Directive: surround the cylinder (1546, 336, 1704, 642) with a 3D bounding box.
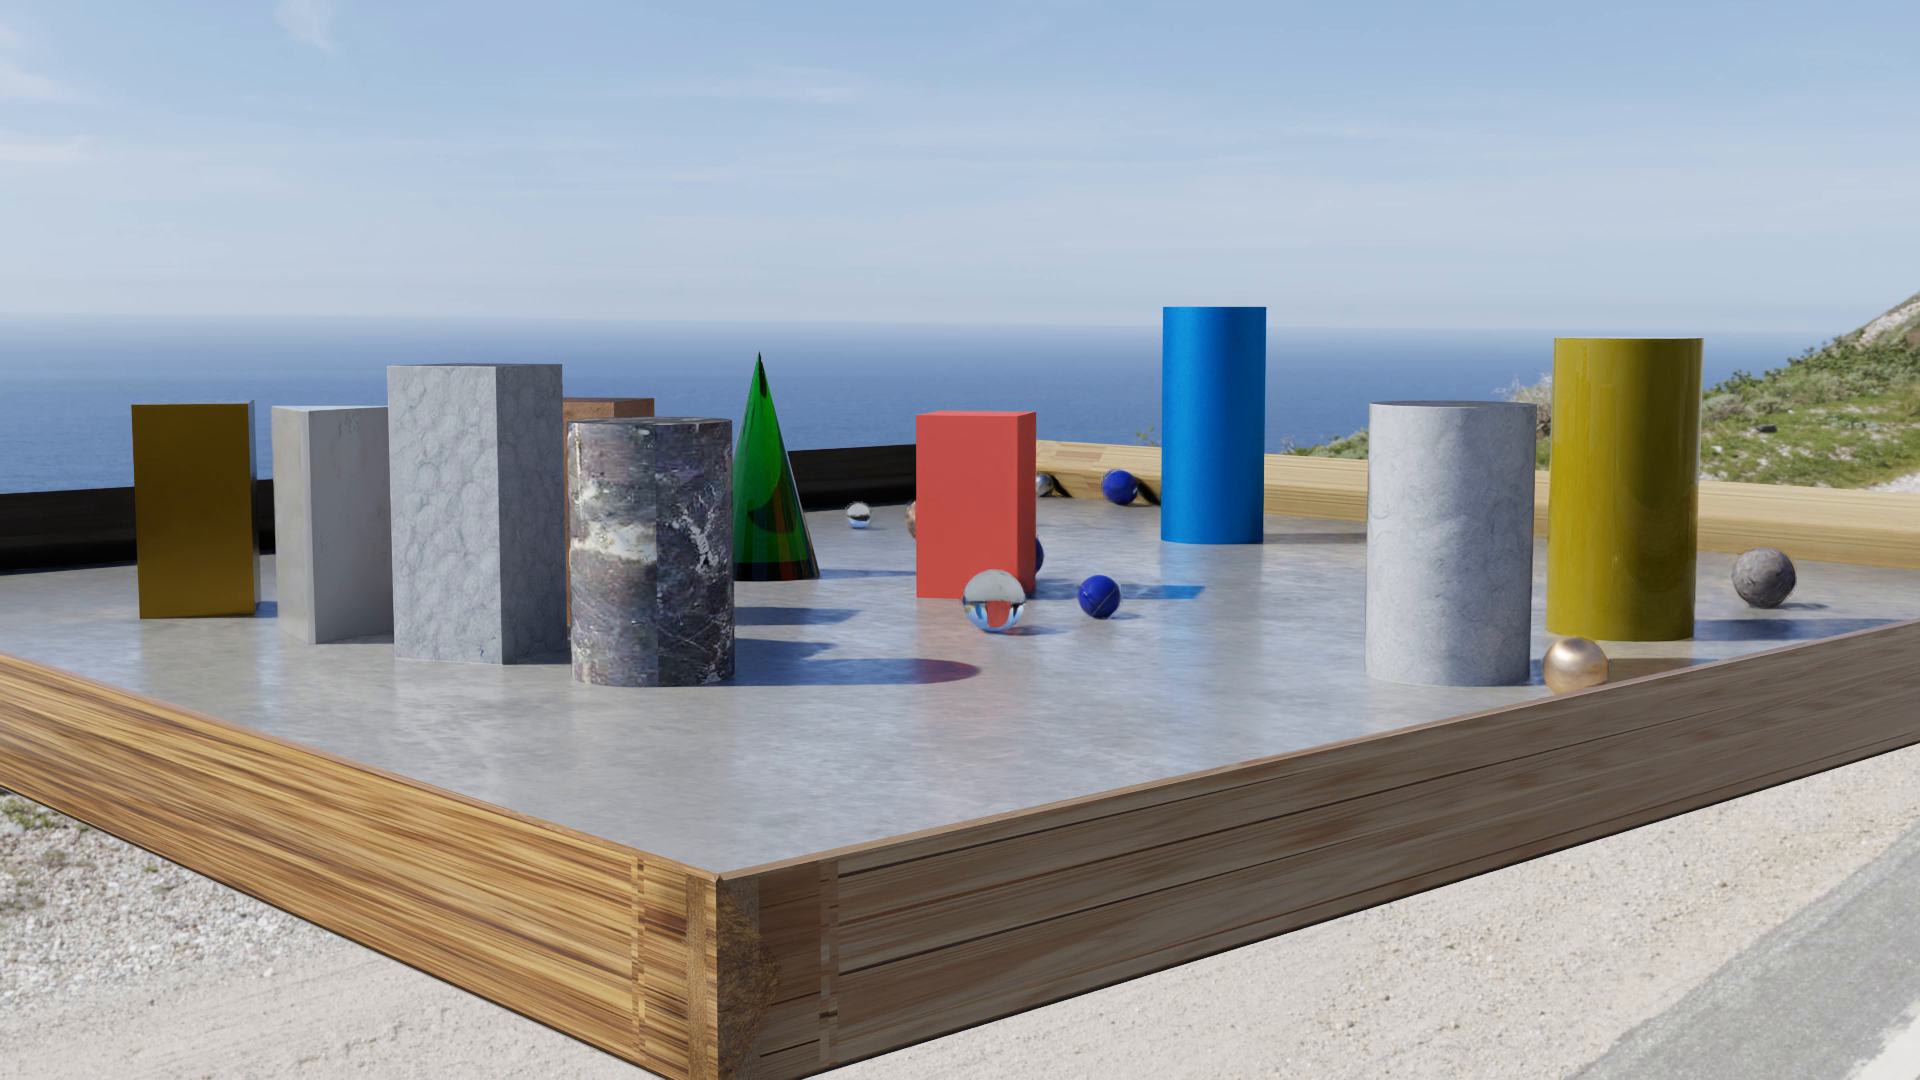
[{"bbox_3d":[0.920,-0.076,3.049,0.200,0.408,0.200,0,6,0],"label":"cylinder"}]

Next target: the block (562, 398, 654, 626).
[{"bbox_3d":[-0.545,-0.045,3.191,0.160,0.317,0.160,1,6,13],"label":"block"}]

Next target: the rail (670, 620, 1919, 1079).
[{"bbox_3d":[0.974,0.143,2.282,3.065,0.130,0.045,-5,8,-42],"label":"rail"}]

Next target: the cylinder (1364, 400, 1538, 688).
[{"bbox_3d":[0.600,-0.001,2.696,0.200,0.332,0.200,0,6,0],"label":"cylinder"}]

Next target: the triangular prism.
[{"bbox_3d":[-0.847,-0.027,3.042,0.150,0.313,0.173,-3,7,-30],"label":"triangular prism"}]

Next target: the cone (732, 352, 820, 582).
[{"bbox_3d":[-0.337,-0.130,3.709,0.200,0.379,0.200,0,6,0],"label":"cone"}]

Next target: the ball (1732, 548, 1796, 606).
[{"bbox_3d":[1.214,0.056,3.321,0.090,0.090,0.090,0,6,0],"label":"ball"}]

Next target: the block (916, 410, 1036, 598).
[{"bbox_3d":[0.027,-0.058,3.477,0.160,0.284,0.160,1,6,12],"label":"block"}]

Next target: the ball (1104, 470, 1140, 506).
[{"bbox_3d":[0.371,-0.121,5.062,0.082,0.082,0.082,0,6,0],"label":"ball"}]

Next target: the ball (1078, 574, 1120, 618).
[{"bbox_3d":[0.203,0.082,3.203,0.063,0.063,0.063,0,6,0],"label":"ball"}]

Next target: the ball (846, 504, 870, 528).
[{"bbox_3d":[-0.209,-0.049,4.527,0.050,0.050,0.050,0,6,0],"label":"ball"}]

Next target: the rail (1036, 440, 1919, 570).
[{"bbox_3d":[1.109,-0.072,4.349,0.045,0.130,2.920,-5,8,-42],"label":"rail"}]

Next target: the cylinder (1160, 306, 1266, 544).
[{"bbox_3d":[0.493,-0.227,4.283,0.200,0.453,0.200,0,6,0],"label":"cylinder"}]

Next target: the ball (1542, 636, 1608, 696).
[{"bbox_3d":[0.705,0.147,2.521,0.074,0.074,0.074,0,6,0],"label":"ball"}]

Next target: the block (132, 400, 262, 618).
[{"bbox_3d":[-1.133,-0.050,3.272,0.160,0.311,0.160,-2,6,-14],"label":"block"}]

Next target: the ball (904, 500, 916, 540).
[{"bbox_3d":[-0.060,-0.039,4.226,0.091,0.091,0.091,0,6,0],"label":"ball"}]

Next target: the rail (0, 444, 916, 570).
[{"bbox_3d":[-0.974,-0.075,4.382,3.065,0.130,0.045,-5,8,-42],"label":"rail"}]

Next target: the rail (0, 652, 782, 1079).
[{"bbox_3d":[-1.109,0.140,2.314,0.045,0.130,2.920,-5,8,-42],"label":"rail"}]

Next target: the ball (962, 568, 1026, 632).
[{"bbox_3d":[0.047,0.084,3.058,0.088,0.088,0.088,0,6,0],"label":"ball"}]

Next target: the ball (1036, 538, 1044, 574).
[{"bbox_3d":[0.098,0.026,3.640,0.083,0.083,0.083,0,6,0],"label":"ball"}]

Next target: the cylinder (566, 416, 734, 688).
[{"bbox_3d":[-0.378,0.010,2.694,0.200,0.312,0.200,0,6,0],"label":"cylinder"}]

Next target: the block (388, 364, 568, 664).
[{"bbox_3d":[-0.625,-0.040,2.859,0.160,0.375,0.160,2,6,20],"label":"block"}]

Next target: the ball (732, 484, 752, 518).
[{"bbox_3d":[-0.489,-0.085,4.765,0.072,0.072,0.072,0,6,0],"label":"ball"}]

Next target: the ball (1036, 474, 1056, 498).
[{"bbox_3d":[0.200,-0.132,5.283,0.057,0.057,0.057,0,6,0],"label":"ball"}]
